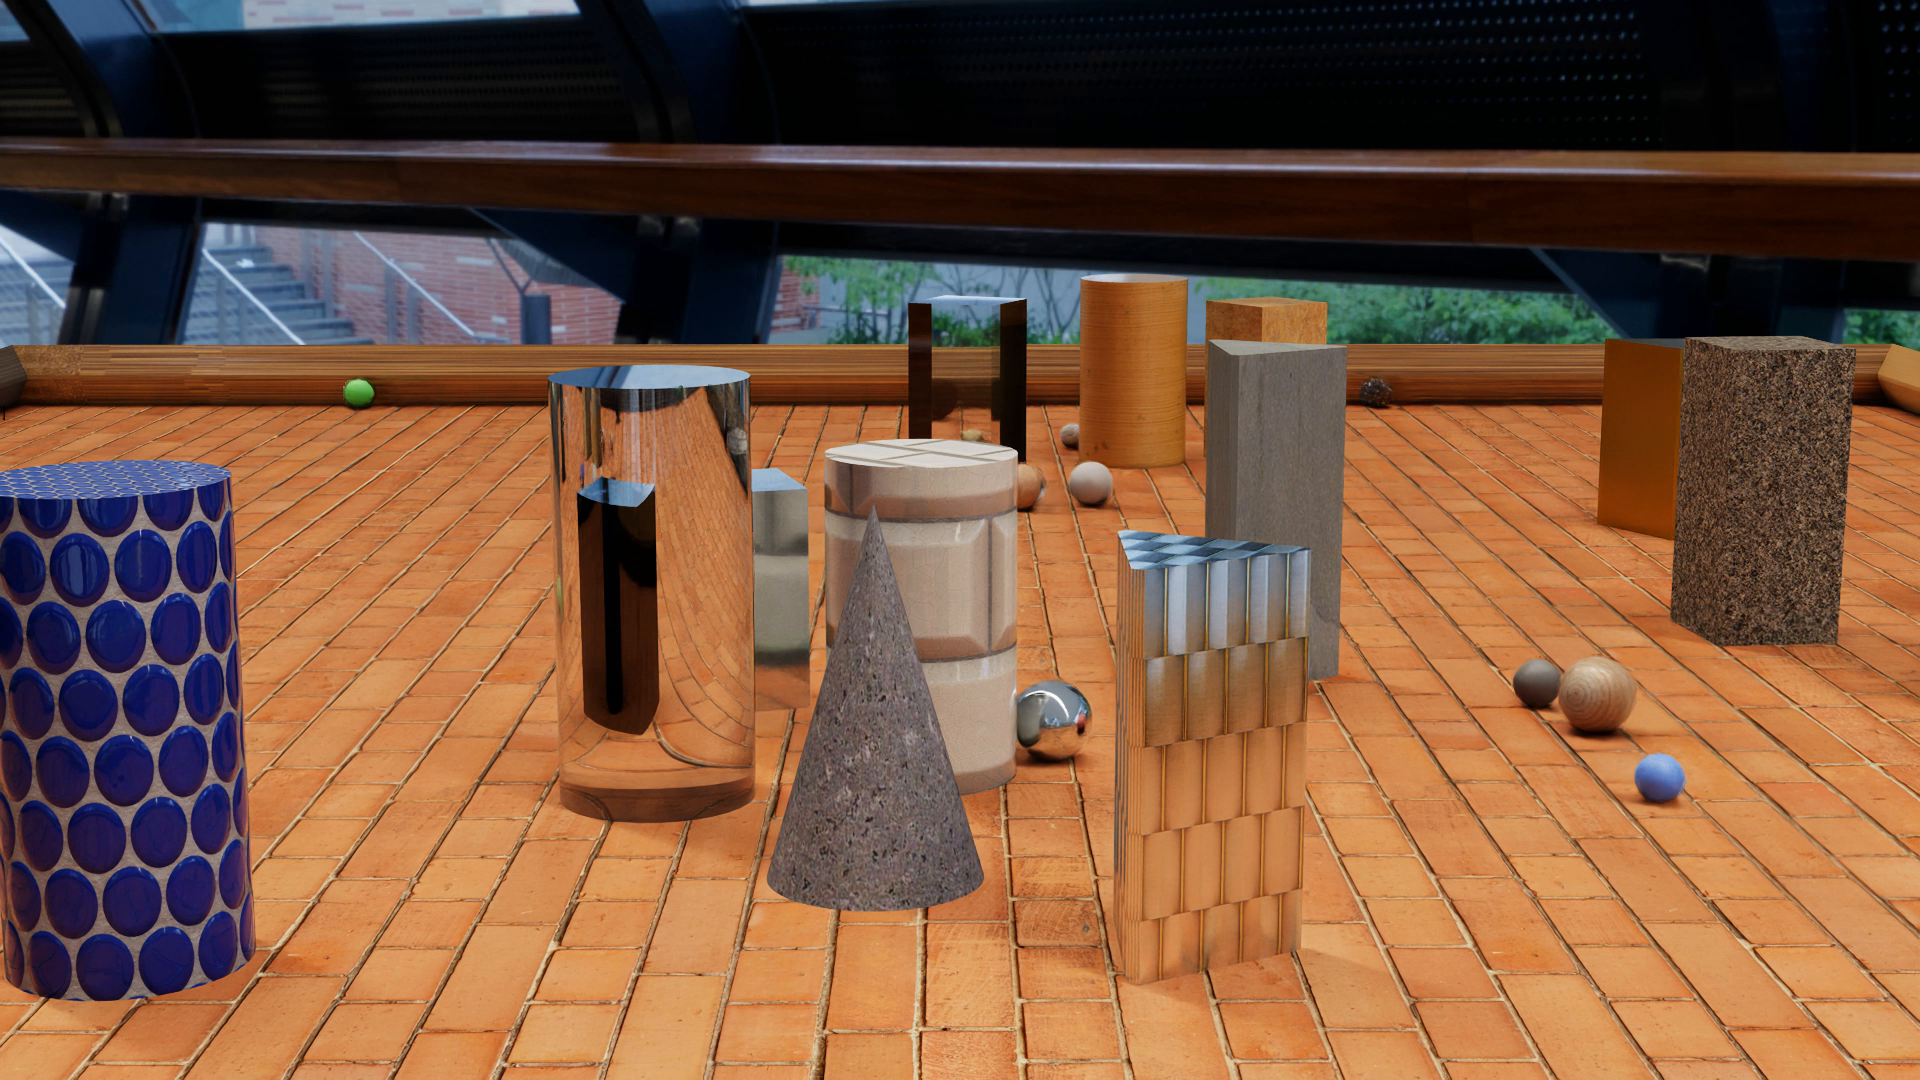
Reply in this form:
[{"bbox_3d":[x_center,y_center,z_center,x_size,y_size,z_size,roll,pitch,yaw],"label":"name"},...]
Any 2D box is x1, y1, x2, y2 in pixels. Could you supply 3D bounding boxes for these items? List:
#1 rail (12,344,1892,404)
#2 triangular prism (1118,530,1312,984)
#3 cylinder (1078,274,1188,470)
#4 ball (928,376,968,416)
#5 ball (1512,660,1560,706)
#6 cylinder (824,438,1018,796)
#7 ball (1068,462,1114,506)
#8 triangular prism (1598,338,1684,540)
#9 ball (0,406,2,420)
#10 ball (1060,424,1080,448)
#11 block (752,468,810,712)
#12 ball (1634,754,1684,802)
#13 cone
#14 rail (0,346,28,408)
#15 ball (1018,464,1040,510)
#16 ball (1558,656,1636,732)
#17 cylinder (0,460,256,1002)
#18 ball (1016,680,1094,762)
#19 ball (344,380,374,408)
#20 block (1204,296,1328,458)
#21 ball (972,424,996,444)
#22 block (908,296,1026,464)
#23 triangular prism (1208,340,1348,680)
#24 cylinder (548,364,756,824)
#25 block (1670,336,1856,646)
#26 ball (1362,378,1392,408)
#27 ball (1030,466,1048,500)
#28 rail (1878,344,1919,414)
[{"bbox_3d":[-0.012,-0.356,5.552,4.080,0.128,0.045,0,10,0],"label":"rail"},{"bbox_3d":[0.174,0.170,2.133,0.171,0.340,0.148,-6,12,-30],"label":"triangular prism"},{"bbox_3d":[0.321,-0.315,4.751,0.198,0.340,0.198,0,10,0],"label":"cylinder"},{"bbox_3d":[-0.025,-0.305,5.400,0.084,0.084,0.084,0,10,0],"label":"ball"},{"bbox_3d":[0.663,0.164,2.949,0.054,0.054,0.054,0,10,0],"label":"ball"},{"bbox_3d":[-0.040,0.076,2.649,0.198,0.336,0.198,0,10,0],"label":"cylinder"},{"bbox_3d":[0.219,-0.094,4.293,0.074,0.074,0.074,0,10,0],"label":"ball"},{"bbox_3d":[1.089,-0.166,4.065,0.148,0.298,0.171,6,12,31],"label":"triangular prism"},{"bbox_3d":[-1.983,-0.260,5.232,0.057,0.057,0.057,0,10,0],"label":"ball"},{"bbox_3d":[0.216,-0.201,4.942,0.047,0.047,0.047,0,10,0],"label":"ball"},{"bbox_3d":[-0.270,0.058,2.974,0.158,0.255,0.158,-3,11,-16],"label":"block"},{"bbox_3d":[0.700,0.238,2.569,0.048,0.048,0.048,0,10,0],"label":"ball"},{"bbox_3d":[-0.077,0.136,2.302,0.198,0.345,0.198,0,10,0],"label":"cone"},{"bbox_3d":[-2.016,0.035,3.437,0.045,0.128,4.325,0,10,0],"label":"rail"},{"bbox_3d":[0.096,-0.088,4.252,0.077,0.077,0.077,0,10,0],"label":"ball"},{"bbox_3d":[0.704,0.171,2.833,0.084,0.084,0.084,0,10,0],"label":"ball"},{"bbox_3d":[-0.684,0.148,2.082,0.198,0.401,0.198,0,10,0],"label":"cylinder"},{"bbox_3d":[0.097,0.191,2.716,0.087,0.087,0.087,0,10,0],"label":"ball"},{"bbox_3d":[-1.291,-0.314,5.512,0.062,0.062,0.062,0,10,0],"label":"ball"},{"bbox_3d":[0.568,-0.297,4.779,0.158,0.295,0.158,-7,13,-34],"label":"block"},{"bbox_3d":[0.047,-0.199,4.936,0.045,0.045,0.045,0,10,0],"label":"ball"},{"bbox_3d":[0.014,-0.264,4.533,0.158,0.319,0.158,5,11,24],"label":"block"},{"bbox_3d":[0.345,-0.036,3.083,0.171,0.399,0.148,-7,13,-33],"label":"triangular prism"},{"bbox_3d":[-0.305,0.049,2.555,0.198,0.425,0.198,0,10,0],"label":"cylinder"},{"bbox_3d":[1.032,-0.066,3.308,0.158,0.377,0.158,-1,11,-7],"label":"block"},{"bbox_3d":[0.896,-0.317,5.522,0.064,0.064,0.064,0,10,0],"label":"ball"},{"bbox_3d":[0.116,-0.094,4.322,0.063,0.063,0.063,0,10,0],"label":"ball"},{"bbox_3d":[2.016,0.031,3.460,0.045,0.128,4.325,0,10,0],"label":"rail"}]
